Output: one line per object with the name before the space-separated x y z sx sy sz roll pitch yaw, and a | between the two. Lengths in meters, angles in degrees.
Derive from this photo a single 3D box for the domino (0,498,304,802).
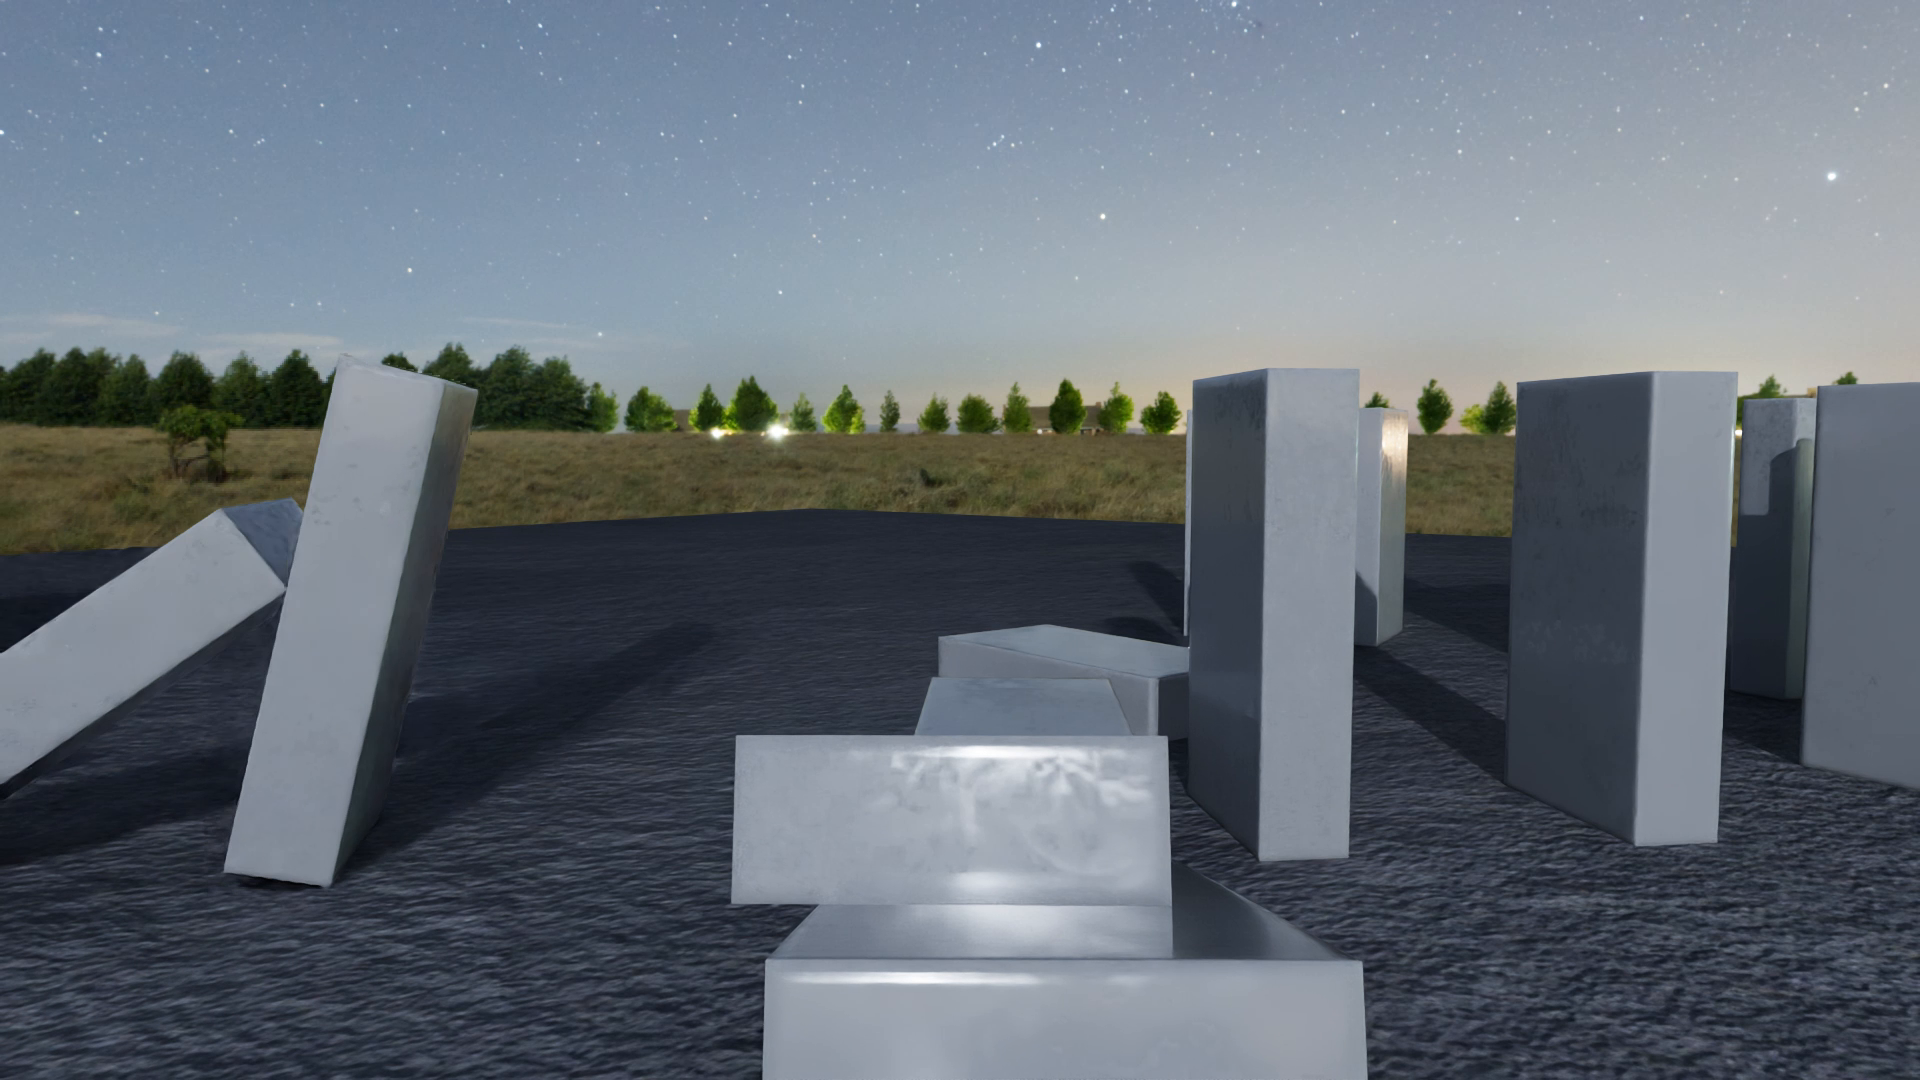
domino | -0.089 0.015 0.128 0.050 0.009 0.025 -37 12 -9

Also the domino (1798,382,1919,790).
domino | 0.121 0.006 0.159 0.009 0.050 0.025 -2 5 -27

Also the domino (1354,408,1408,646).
domino | 0.090 -0.004 0.281 0.010 0.050 0.025 3 5 31

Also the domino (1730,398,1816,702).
domino | 0.146 0.001 0.220 0.025 0.050 0.009 -2 5 -22

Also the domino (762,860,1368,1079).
domino | 0.005 0.026 0.078 0.025 0.009 0.050 0 -9 0

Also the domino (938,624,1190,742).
domino | 0.021 0.022 0.208 0.025 0.010 0.050 -3 5 -38

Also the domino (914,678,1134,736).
domino | 0.008 0.026 0.157 0.025 0.009 0.050 0 4 2

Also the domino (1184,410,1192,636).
domino | 0.057 -0.004 0.294 0.009 0.050 0.025 1 4 12

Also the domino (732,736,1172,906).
domino | 0.000 0.020 0.098 0.025 0.010 0.050 0 -9 2

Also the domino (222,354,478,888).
domino | -0.062 0.007 0.134 0.010 0.050 0.025 13 1 -14

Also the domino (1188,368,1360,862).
domino | 0.034 0.007 0.142 0.009 0.050 0.025 -1 4 -7

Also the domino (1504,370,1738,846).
domino | 0.074 0.007 0.147 0.010 0.050 0.025 -1 4 -8
